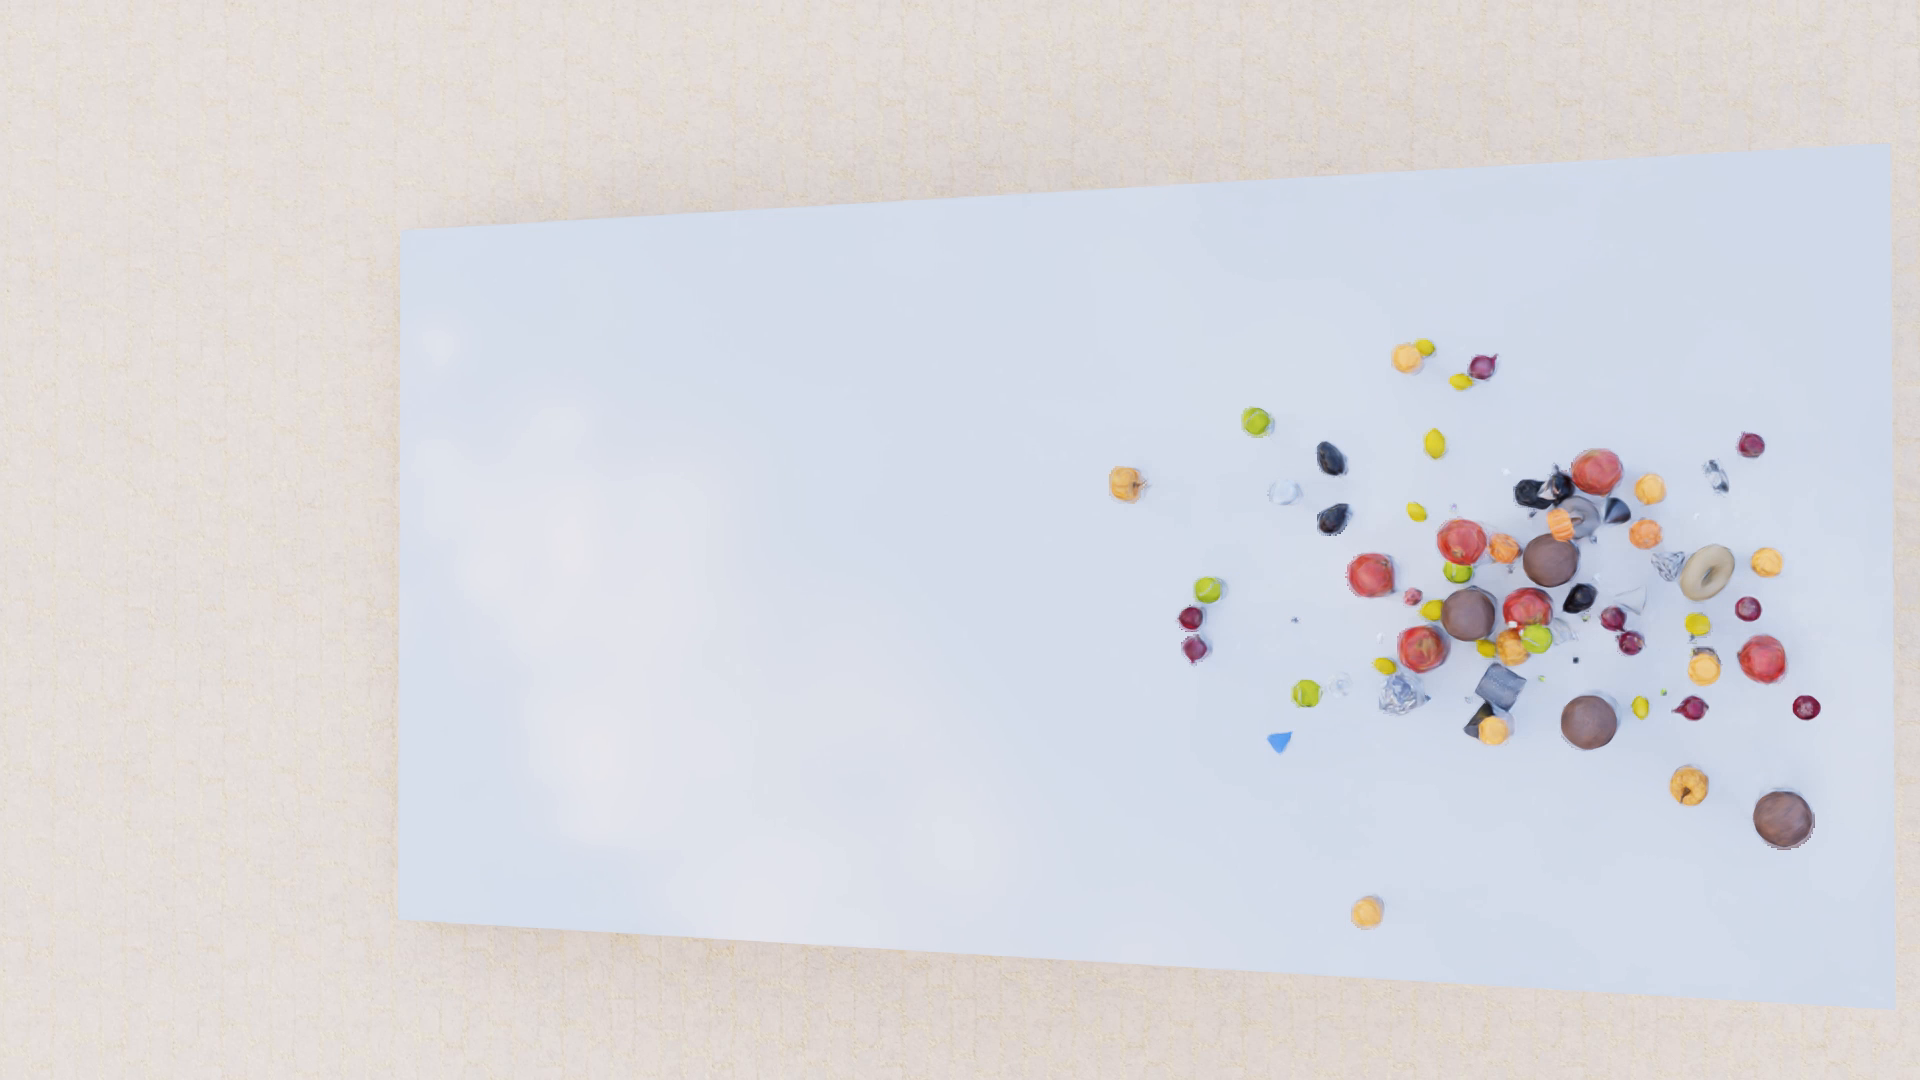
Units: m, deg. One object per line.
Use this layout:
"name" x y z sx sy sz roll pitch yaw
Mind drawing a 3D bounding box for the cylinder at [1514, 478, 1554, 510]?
"cylinder" 1.373 -0.109 5.252 0.065 0.065 0.065 9 89 -31

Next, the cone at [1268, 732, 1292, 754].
"cone" 0.811 0.498 5.518 0.057 0.057 0.057 -35 89 -14

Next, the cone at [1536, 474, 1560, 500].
"cone" 1.395 -0.131 5.202 0.052 0.052 0.052 13 70 0

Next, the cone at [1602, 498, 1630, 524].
"cone" 1.545 -0.053 5.230 0.073 0.073 0.073 -35 89 -40

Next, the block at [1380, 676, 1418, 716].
"block" 1.071 0.381 5.375 0.065 0.065 0.065 18 60 -14

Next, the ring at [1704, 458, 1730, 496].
"ring" 1.774 -0.147 5.155 0.031 0.092 0.092 -24 89 33

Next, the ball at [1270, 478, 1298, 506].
"ball" 0.810 -0.120 5.505 0.068 0.068 0.068 0 89 0

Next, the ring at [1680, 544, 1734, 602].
"ring" 1.748 0.077 5.146 0.148 0.049 0.148 -16 127 -22

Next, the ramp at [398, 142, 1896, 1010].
"ramp" 0.279 0.091 5.775 4.000 0.100 2.000 0 89 19

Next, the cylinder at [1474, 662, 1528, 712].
"cylinder" 1.307 0.354 5.314 0.091 0.091 0.091 31 89 17

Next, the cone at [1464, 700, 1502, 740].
"cone" 1.278 0.426 5.349 0.093 0.093 0.093 15 66 0

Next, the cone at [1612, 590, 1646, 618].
"cone" 1.574 0.140 5.197 0.074 0.074 0.074 19 89 27

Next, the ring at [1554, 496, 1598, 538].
"ring" 1.473 -0.054 5.254 0.104 0.035 0.104 -1 79 3
